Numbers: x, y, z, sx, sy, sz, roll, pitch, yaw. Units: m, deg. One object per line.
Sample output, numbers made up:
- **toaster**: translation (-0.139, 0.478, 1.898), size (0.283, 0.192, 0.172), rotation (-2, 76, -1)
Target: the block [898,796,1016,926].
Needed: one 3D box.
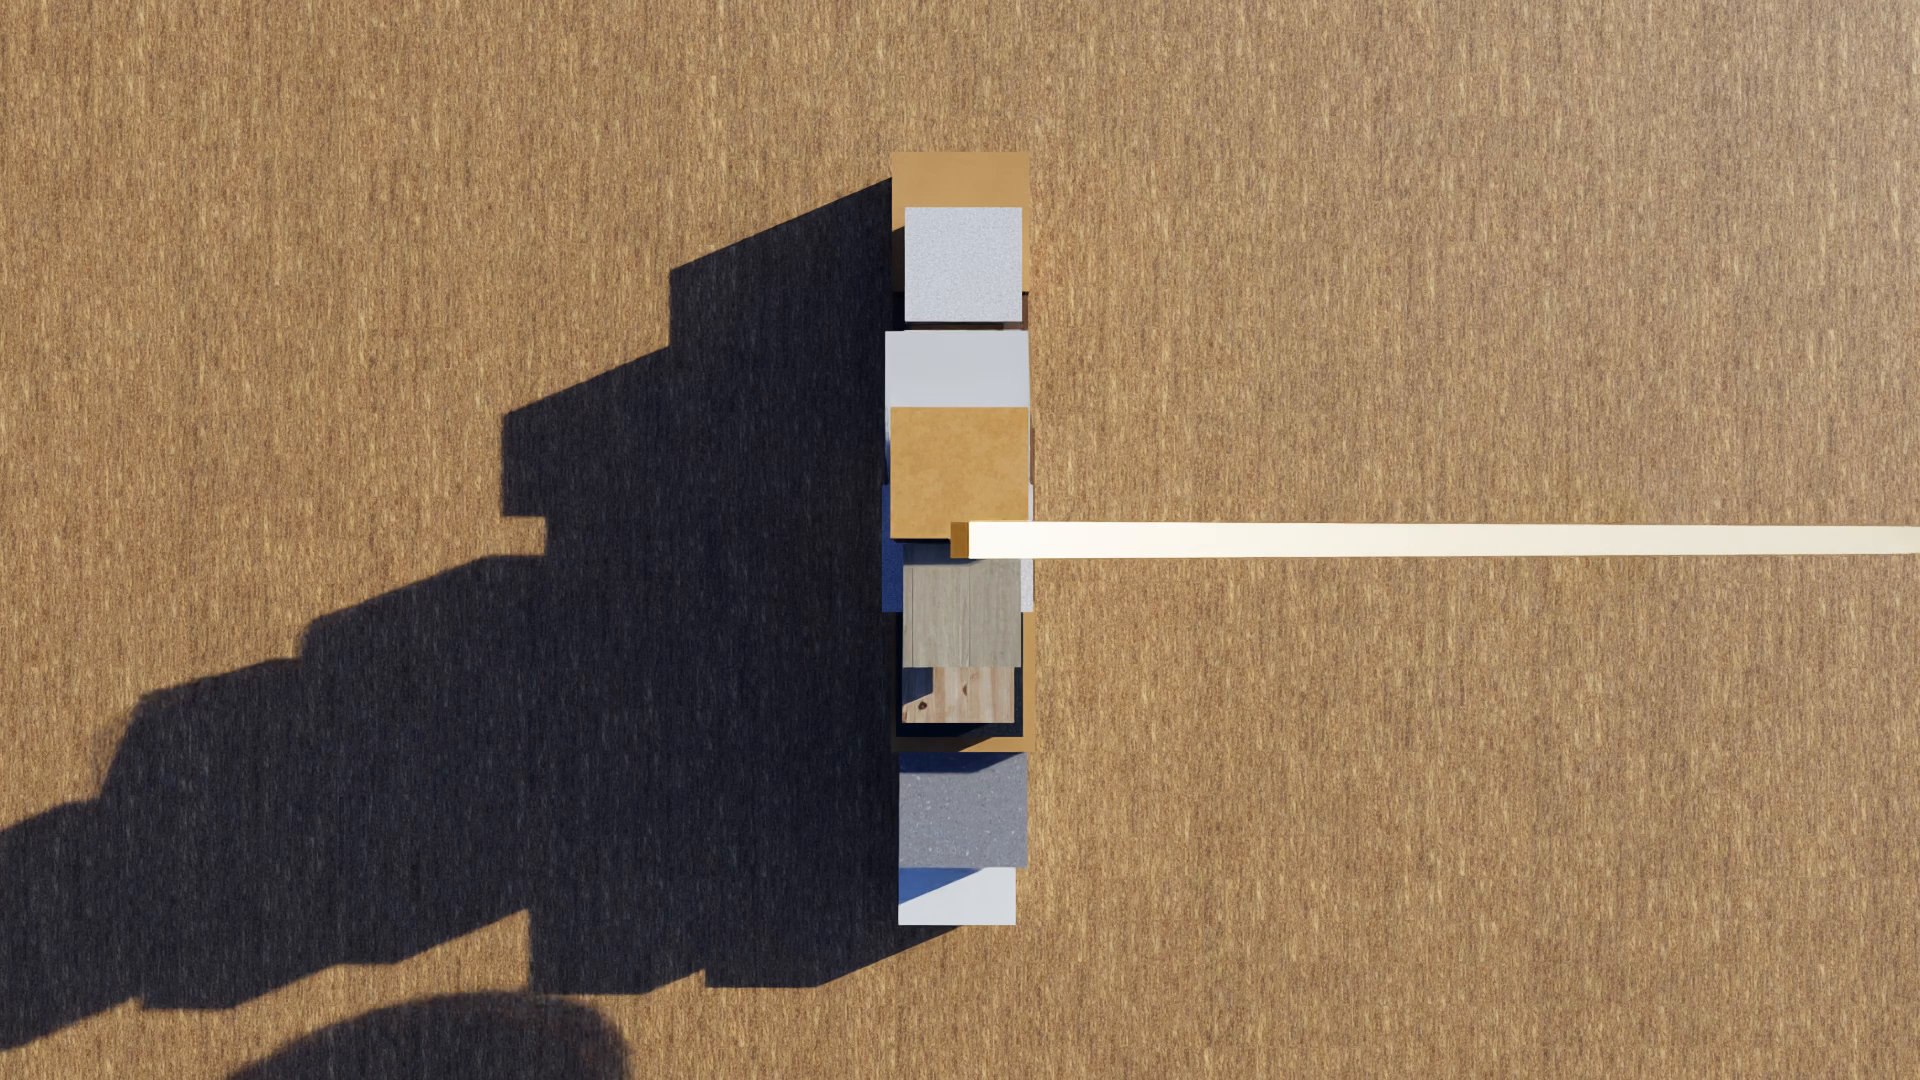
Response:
- **block**: translation (-0.017, 1.803, 12.662), size (0.654, 0.675, 0.710), rotation (0, 90, 0)

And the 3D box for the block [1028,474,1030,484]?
- **block**: translation (0.019, -0.007, 11.136), size (0.642, 0.752, 0.633), rotation (0, 90, 0)

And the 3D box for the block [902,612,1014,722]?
- **block**: translation (-0.009, 0.600, 10.612), size (0.528, 0.531, 0.518), rotation (0, 90, 0)

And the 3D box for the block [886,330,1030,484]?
- **block**: translation (-0.013, -0.626, 10.568), size (0.673, 0.537, 0.596), rotation (0, 74, 0)

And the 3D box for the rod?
- **rod**: translation (2.212, 0.000, 6.225), size (5.200, 0.080, 0.080), rotation (0, 90, -32)

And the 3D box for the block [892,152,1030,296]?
- **block**: translation (0.003, -1.770, 12.611), size (0.763, 0.777, 0.776), rotation (0, 90, 0)

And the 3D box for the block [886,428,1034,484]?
- **block**: translation (0.000, -0.134, 11.874), size (0.784, 0.723, 0.907), rotation (0, 90, 0)

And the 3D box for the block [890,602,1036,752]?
- **block**: translation (0.016, 0.720, 11.954), size (0.756, 0.874, 0.781), rotation (0, 90, 0)

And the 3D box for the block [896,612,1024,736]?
- **block**: translation (-0.002, 0.647, 11.197), size (0.629, 0.640, 0.655), rotation (0, 90, 0)

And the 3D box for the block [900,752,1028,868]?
- **block**: translation (0.019, 1.432, 12.016), size (0.679, 0.619, 0.633), rotation (0, 89, 0)

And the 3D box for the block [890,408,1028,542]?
- **block**: translation (-0.001, -0.281, 9.775), size (0.591, 0.688, 0.562), rotation (0, 89, 0)

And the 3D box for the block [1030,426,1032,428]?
- **block**: translation (-0.001, -0.270, 12.618), size (0.800, 0.764, 0.734), rotation (0, 90, 0)

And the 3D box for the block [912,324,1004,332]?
- **block**: translation (-0.014, -0.875, 11.986), size (0.491, 0.509, 0.545), rotation (0, 89, 0)

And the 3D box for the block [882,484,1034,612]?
- **block**: translation (-0.011, 0.039, 10.439), size (0.695, 0.642, 0.584), rotation (0, 90, 0)

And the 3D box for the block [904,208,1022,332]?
- **block**: translation (0.018, -1.454, 11.909), size (0.617, 0.627, 0.600), rotation (0, 90, 0)

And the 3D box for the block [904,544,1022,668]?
- **block**: translation (0.010, 0.286, 9.850), size (0.513, 0.538, 0.535), rotation (0, 90, 0)

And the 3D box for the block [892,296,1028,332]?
- **block**: translation (0.003, -1.009, 12.660), size (0.759, 0.679, 0.725), rotation (0, 90, 0)
